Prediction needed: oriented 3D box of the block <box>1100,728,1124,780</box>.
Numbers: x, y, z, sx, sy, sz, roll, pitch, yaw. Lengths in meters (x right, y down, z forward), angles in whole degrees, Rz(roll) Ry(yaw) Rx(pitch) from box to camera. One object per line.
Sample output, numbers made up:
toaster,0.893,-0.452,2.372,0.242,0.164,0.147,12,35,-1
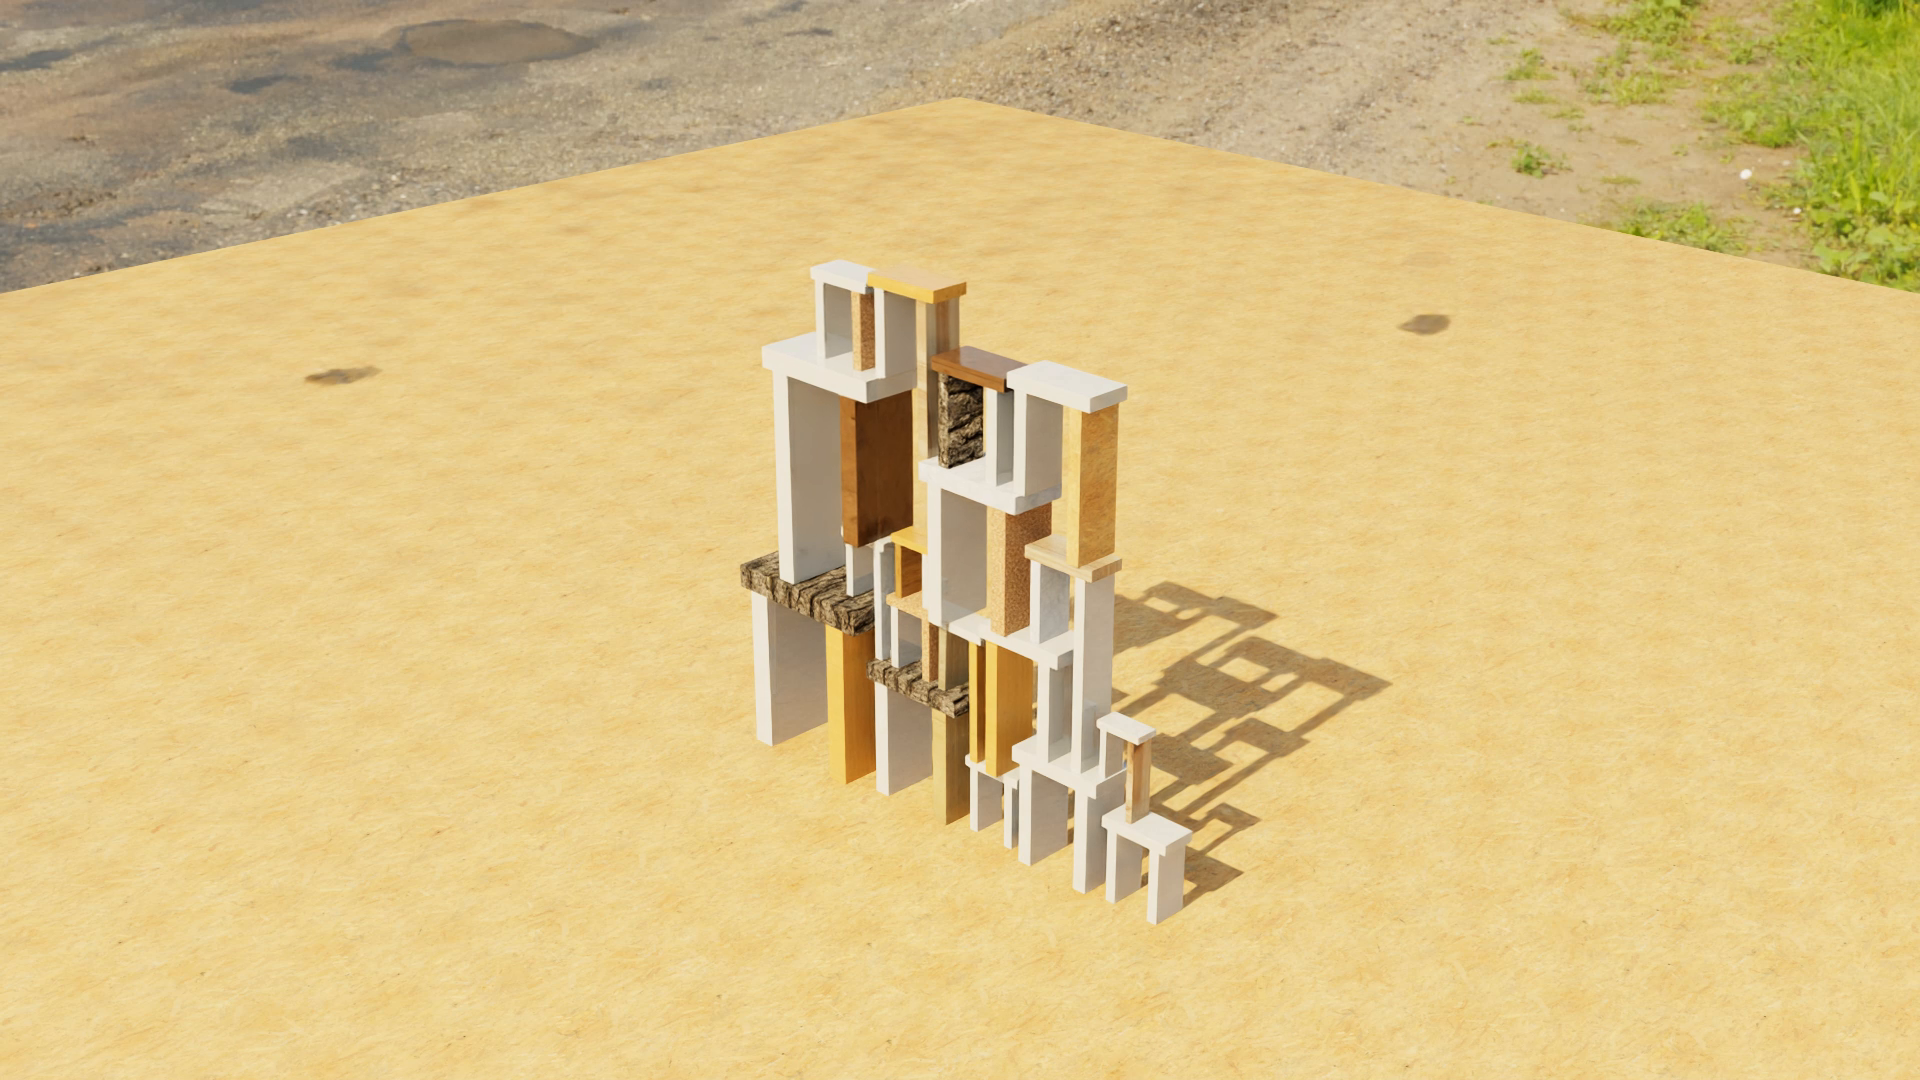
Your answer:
block,0.282,0.389,4.088,0.050,0.101,0.014,-21,31,-41

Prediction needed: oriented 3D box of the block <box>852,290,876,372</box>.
block,-0.170,-0.410,4.229,0.078,0.157,0.022,-21,31,-40

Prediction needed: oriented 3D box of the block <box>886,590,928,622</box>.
block,-0.076,0.128,4.361,0.133,0.019,0.067,21,31,41

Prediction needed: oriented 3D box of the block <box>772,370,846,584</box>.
block,-0.303,-0.144,4.494,0.043,0.453,0.153,21,31,41

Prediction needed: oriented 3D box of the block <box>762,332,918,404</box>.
block,-0.231,-0.344,4.329,0.153,0.043,0.307,-21,31,-40

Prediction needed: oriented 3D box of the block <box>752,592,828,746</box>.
block,-0.358,0.251,4.721,0.050,0.351,0.176,21,31,41

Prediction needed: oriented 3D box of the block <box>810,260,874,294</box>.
block,-0.207,-0.507,4.228,0.078,0.022,0.157,-21,31,-40

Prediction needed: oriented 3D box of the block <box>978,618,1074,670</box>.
block,0.143,0.185,4.144,0.101,0.029,0.202,-21,31,-41

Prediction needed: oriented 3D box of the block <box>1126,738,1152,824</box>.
block,0.329,0.440,4.058,0.014,0.170,0.050,21,31,41

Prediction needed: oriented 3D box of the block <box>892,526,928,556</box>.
block,-0.074,0.003,4.315,0.115,0.016,0.058,21,31,41

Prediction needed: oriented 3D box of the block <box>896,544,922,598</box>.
block,-0.102,0.053,4.365,0.058,0.115,0.016,-21,31,-41

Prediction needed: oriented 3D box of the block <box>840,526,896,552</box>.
block,-0.173,-0.010,4.407,0.064,0.018,0.128,-21,31,-40

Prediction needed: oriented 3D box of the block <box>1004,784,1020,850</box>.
block,0.118,0.532,4.327,0.020,0.140,0.070,21,31,41

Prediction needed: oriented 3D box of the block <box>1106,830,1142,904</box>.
block,0.310,0.602,4.145,0.022,0.154,0.077,21,31,41

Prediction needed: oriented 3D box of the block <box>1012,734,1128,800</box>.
block,0.213,0.423,4.176,0.214,0.030,0.107,21,31,41

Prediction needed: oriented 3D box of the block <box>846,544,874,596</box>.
block,-0.201,0.045,4.465,0.064,0.128,0.018,-21,31,-40

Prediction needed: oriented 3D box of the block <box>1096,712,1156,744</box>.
block,0.306,0.346,4.044,0.101,0.014,0.050,21,31,41

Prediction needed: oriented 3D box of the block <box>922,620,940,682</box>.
block,-0.044,0.210,4.362,0.019,0.133,0.067,21,31,40

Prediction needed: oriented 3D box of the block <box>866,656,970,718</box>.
block,-0.056,0.280,4.412,0.251,0.036,0.126,21,31,40

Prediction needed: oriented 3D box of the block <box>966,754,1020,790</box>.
block,0.085,0.445,4.327,0.140,0.020,0.070,21,31,40

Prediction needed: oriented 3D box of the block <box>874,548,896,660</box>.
block,-0.143,0.122,4.430,0.018,0.242,0.064,21,31,40

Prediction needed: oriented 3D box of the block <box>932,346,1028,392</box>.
block,0.046,-0.315,4.036,0.093,0.026,0.186,-21,31,-40

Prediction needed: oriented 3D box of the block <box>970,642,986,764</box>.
block,0.050,0.308,4.291,0.067,0.260,0.019,-22,31,-40

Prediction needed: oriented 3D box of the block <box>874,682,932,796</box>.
block,-0.115,0.389,4.522,0.036,0.251,0.126,21,31,41

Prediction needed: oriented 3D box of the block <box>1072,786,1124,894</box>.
block,0.264,0.555,4.178,0.030,0.214,0.107,21,31,41

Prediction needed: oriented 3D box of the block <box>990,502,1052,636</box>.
block,0.115,0.043,4.119,0.126,0.252,0.036,-21,31,-41

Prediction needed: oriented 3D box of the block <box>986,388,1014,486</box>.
block,0.090,-0.199,4.037,0.093,0.186,0.026,-21,31,-40

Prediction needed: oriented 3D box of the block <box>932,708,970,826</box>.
block,0.003,0.435,4.413,0.036,0.251,0.126,21,31,41

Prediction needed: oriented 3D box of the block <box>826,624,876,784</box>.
block,-0.193,0.315,4.568,0.050,0.351,0.175,21,31,41

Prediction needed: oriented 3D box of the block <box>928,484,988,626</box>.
block,-0.004,0.012,4.236,0.126,0.288,0.036,-21,31,-40

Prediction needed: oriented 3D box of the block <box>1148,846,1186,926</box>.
block,0.383,0.630,4.079,0.022,0.154,0.077,21,31,41

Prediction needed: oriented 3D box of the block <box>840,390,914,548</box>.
block,-0.162,-0.153,4.329,0.043,0.307,0.153,21,31,40

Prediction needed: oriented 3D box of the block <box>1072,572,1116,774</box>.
block,0.245,0.241,4.061,0.082,0.396,0.023,-21,31,-41

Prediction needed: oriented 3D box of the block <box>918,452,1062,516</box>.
block,0.055,-0.113,4.118,0.126,0.036,0.252,-21,31,-40

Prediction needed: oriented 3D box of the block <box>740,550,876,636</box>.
block,-0.275,0.099,4.566,0.351,0.050,0.175,21,31,41

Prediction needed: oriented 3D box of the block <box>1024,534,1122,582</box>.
block,0.206,0.032,4.015,0.082,0.023,0.165,-21,31,-41

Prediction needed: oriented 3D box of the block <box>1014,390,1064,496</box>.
block,0.143,-0.187,3.993,0.099,0.199,0.028,-21,31,-41

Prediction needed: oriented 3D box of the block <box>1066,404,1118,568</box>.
block,0.236,-0.105,3.926,0.099,0.299,0.028,-21,31,-41

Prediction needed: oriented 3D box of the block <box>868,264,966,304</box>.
block,-0.081,-0.480,4.114,0.175,0.025,0.088,21,31,40

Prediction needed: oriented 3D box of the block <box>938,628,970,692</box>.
block,-0.011,0.224,4.326,0.019,0.134,0.067,23,32,40

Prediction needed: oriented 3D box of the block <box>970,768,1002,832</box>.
block,0.052,0.506,4.388,0.020,0.140,0.070,21,31,41

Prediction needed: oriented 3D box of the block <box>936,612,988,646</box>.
block,0.018,0.166,4.268,0.067,0.019,0.134,-20,30,-39

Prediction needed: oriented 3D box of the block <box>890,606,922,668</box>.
block,-0.107,0.185,4.419,0.067,0.133,0.019,-21,31,-41

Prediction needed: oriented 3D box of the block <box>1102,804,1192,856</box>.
block,0.346,0.535,4.078,0.154,0.022,0.077,21,31,41

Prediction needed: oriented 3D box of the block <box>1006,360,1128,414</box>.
block,0.190,-0.274,3.905,0.099,0.028,0.199,-21,31,-41

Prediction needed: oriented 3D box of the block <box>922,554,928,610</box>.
block,-0.047,0.074,4.315,0.016,0.115,0.058,21,31,41

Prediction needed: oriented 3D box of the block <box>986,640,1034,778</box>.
block,0.095,0.311,4.250,0.101,0.287,0.029,-21,31,-41

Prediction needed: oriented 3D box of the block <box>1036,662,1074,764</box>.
block,0.191,0.310,4.145,0.029,0.203,0.101,21,31,41

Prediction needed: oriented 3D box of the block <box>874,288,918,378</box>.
block,-0.121,-0.404,4.191,0.088,0.176,0.025,-21,31,-41

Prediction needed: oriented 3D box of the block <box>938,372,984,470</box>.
block,0.002,-0.234,4.118,0.093,0.186,0.026,-21,31,-40

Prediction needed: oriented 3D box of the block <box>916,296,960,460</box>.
block,-0.040,-0.311,4.142,0.088,0.309,0.025,-21,31,-41

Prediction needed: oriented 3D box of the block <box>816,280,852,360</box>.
block,-0.244,-0.439,4.297,0.078,0.157,0.022,-21,30,-40

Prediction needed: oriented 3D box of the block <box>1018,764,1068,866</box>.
block,0.163,0.516,4.270,0.030,0.214,0.107,21,31,41

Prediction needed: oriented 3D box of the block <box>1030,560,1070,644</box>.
block,0.167,0.104,4.087,0.082,0.165,0.023,-21,31,-41
